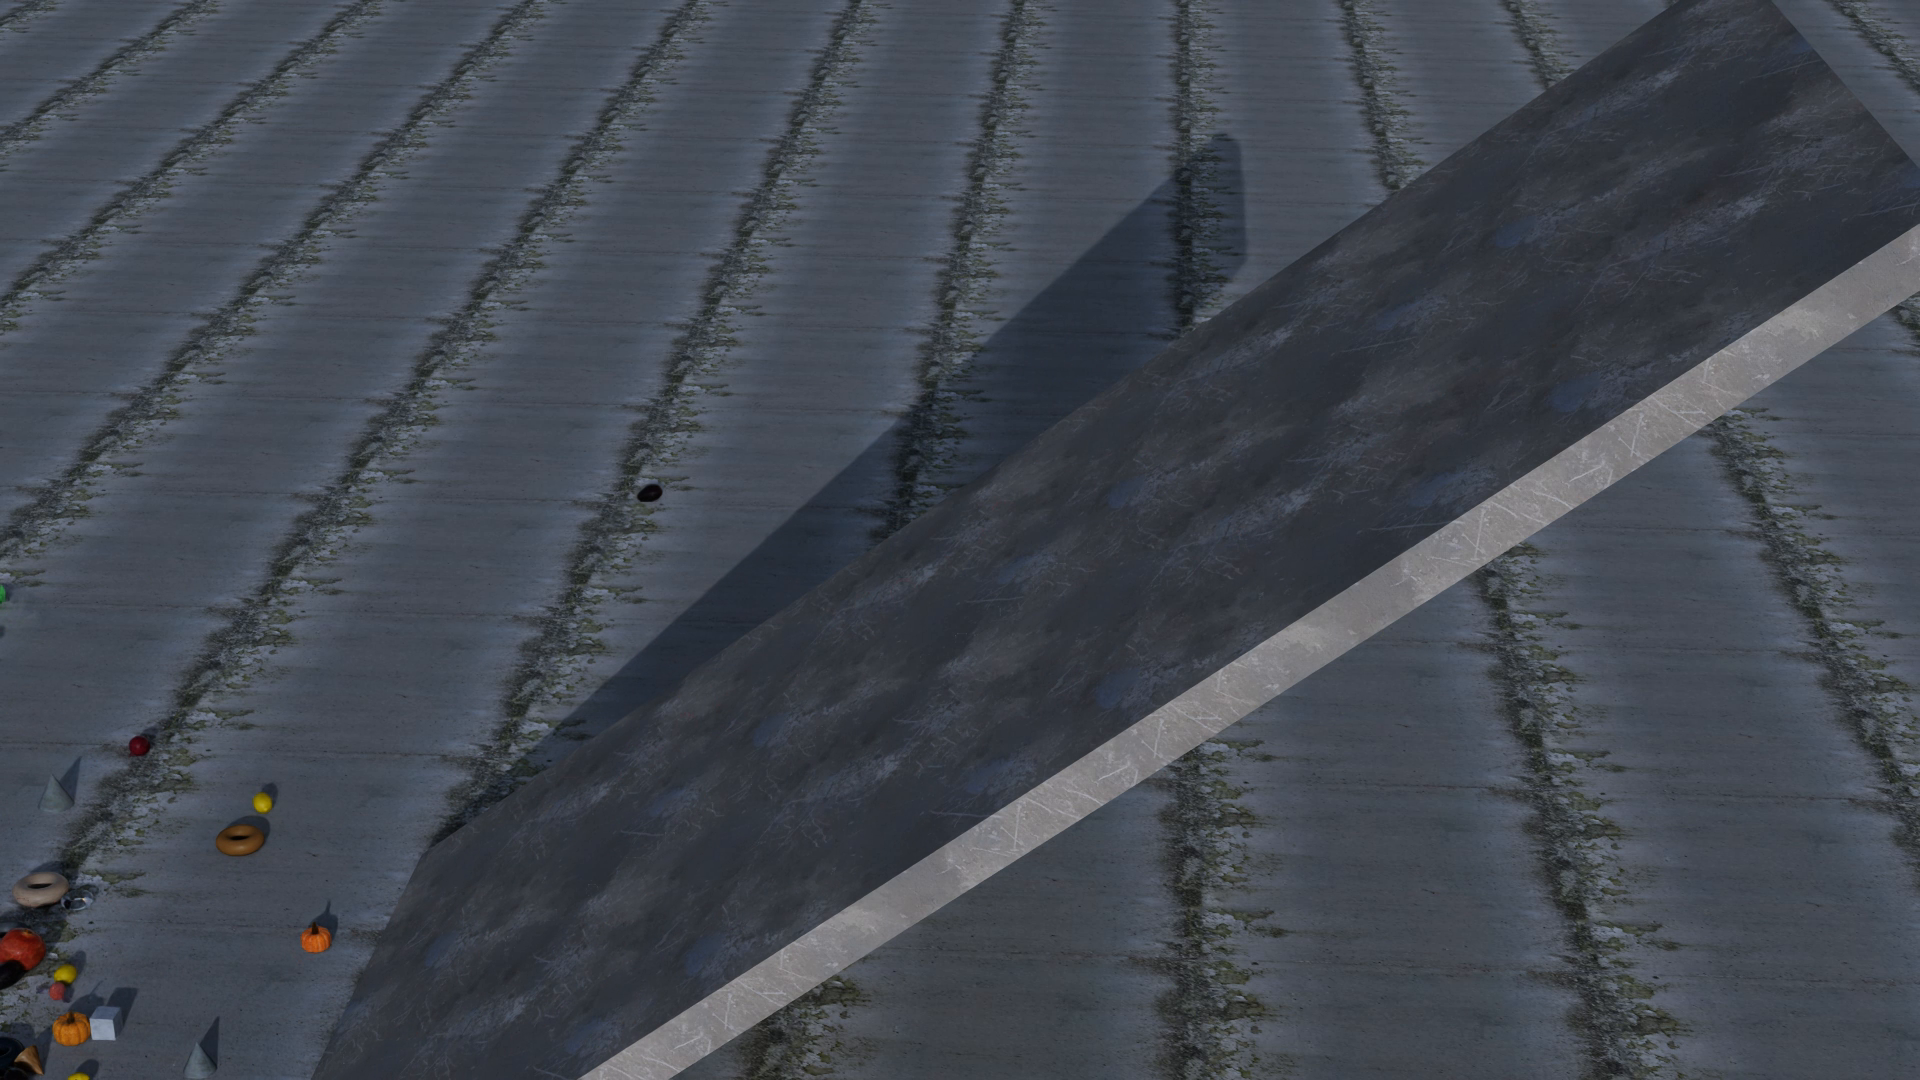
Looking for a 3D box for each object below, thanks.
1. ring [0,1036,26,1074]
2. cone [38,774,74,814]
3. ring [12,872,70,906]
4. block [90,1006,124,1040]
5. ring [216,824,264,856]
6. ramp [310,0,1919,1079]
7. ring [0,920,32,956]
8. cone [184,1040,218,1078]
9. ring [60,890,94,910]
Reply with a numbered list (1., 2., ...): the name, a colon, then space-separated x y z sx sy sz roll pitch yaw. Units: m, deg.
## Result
1. ring: -2.288 1.226 6.987 0.131 0.044 0.131 0 24 0
2. cone: -2.526 0.695 8.201 0.100 0.100 0.100 0 22 0
3. ring: -2.415 0.918 7.728 0.144 0.048 0.144 0 21 0
4. block: -2.063 1.168 7.108 0.058 0.058 0.058 2 22 4
5. ring: -1.954 0.815 7.985 0.130 0.043 0.130 0 24 0
6. ramp: 0.130 0.178 6.319 4.000 0.100 2.000 -34 16 16
7. ring: -2.436 1.014 7.497 0.137 0.046 0.137 0 21 0
8. cone: -1.801 1.219 6.956 0.080 0.080 0.080 0 22 0
9. ring: -2.310 0.942 7.696 0.084 0.028 0.084 1 23 0
